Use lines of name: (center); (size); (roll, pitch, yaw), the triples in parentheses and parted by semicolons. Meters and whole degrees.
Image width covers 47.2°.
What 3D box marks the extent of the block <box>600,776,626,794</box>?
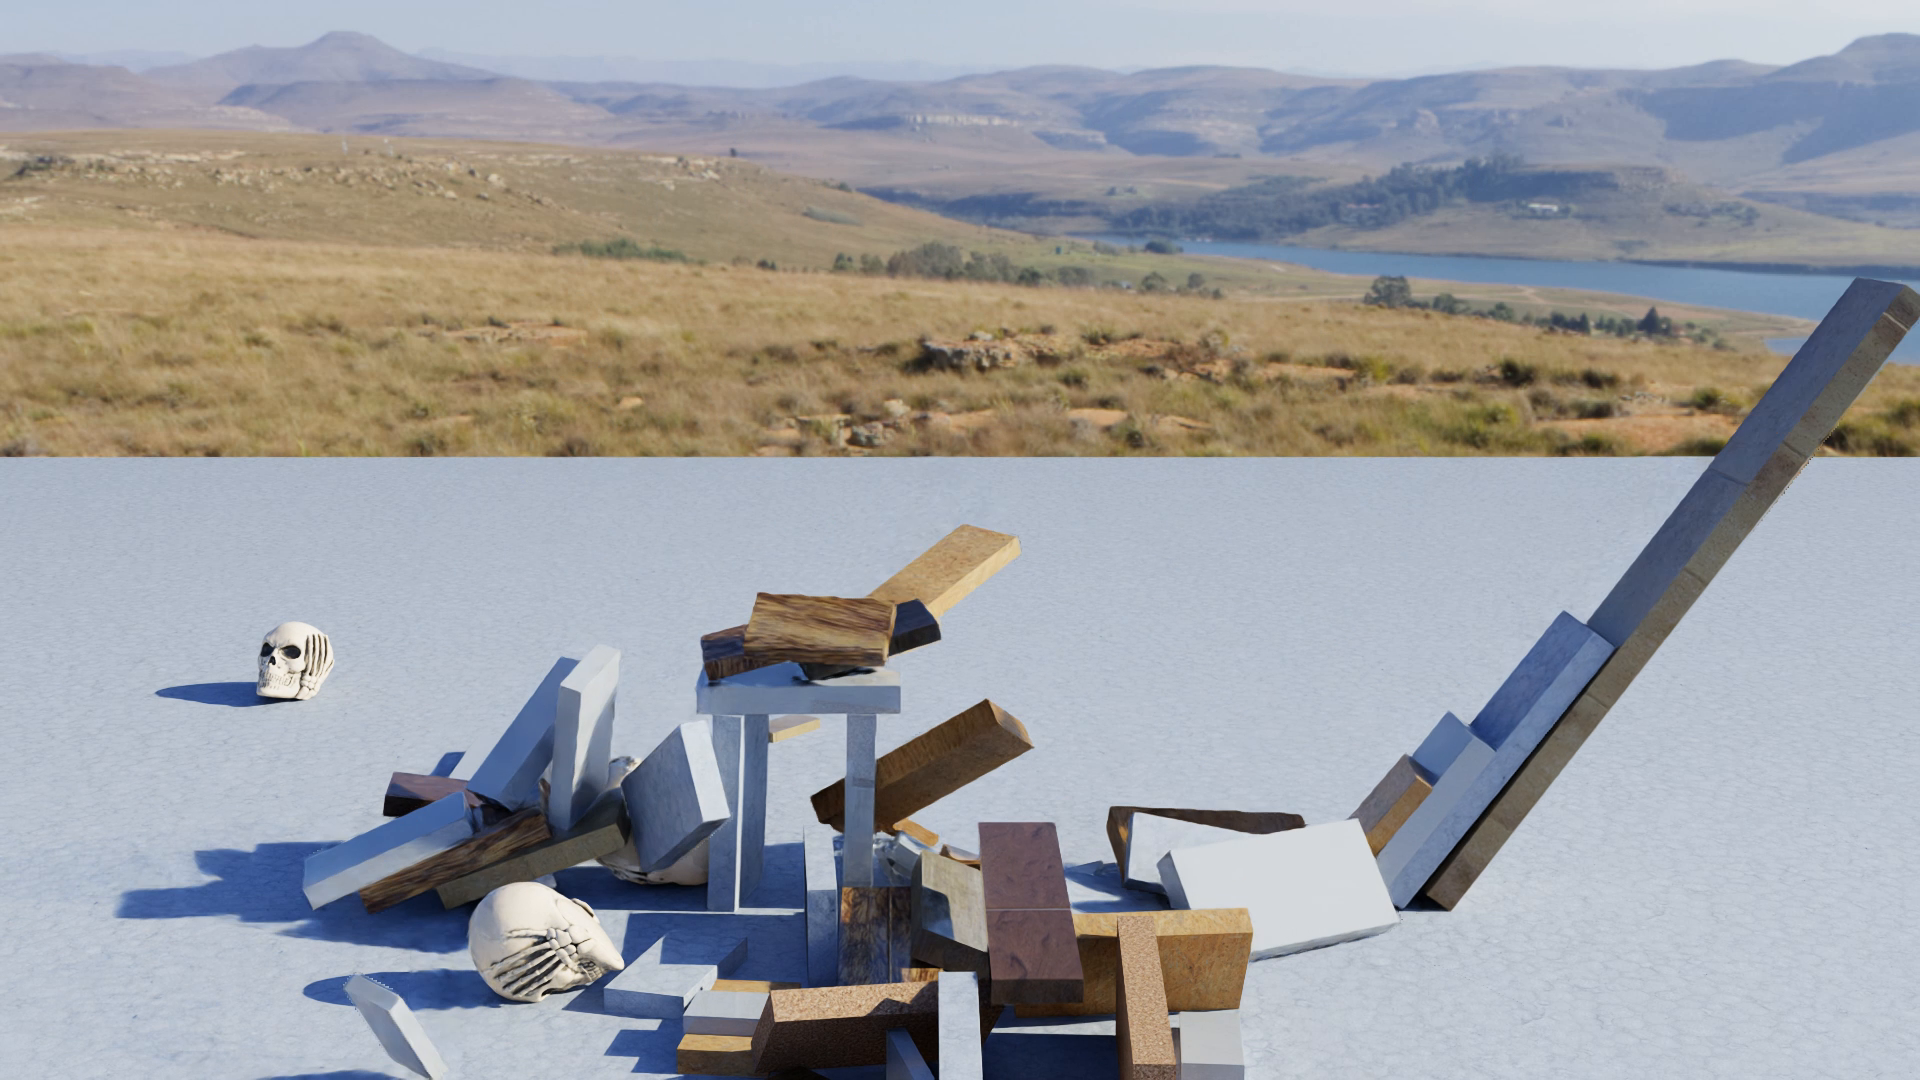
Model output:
block: (-0.626, 0.480, 4.174); (0.229, 0.032, 0.114); (-5, 12, -24)

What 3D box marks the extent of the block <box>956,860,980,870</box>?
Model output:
block: (0.041, 0.563, 3.610); (0.149, 0.075, 0.021); (-1, 11, -8)

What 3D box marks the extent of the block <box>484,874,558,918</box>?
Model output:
block: (-0.750, 0.553, 3.673); (0.114, 0.032, 0.229); (-25, 17, -14)

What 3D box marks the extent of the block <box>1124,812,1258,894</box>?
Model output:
block: (0.384, 0.517, 3.528); (0.234, 0.117, 0.033); (11, -32, -5)

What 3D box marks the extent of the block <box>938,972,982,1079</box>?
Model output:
block: (-0.001, 0.680, 2.699); (0.050, 0.177, 0.354); (0, 11, -1)

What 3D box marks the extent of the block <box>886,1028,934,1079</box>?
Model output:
block: (-0.062, 0.703, 2.813); (0.026, 0.091, 0.182); (-2, 11, -14)

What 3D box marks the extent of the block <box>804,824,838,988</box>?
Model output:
block: (-0.216, 0.562, 3.397); (0.044, 0.155, 0.310); (-1, 11, -5)

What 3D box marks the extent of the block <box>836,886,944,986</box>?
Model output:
block: (-0.105, 0.632, 3.324); (0.155, 0.044, 0.514); (0, 11, -2)

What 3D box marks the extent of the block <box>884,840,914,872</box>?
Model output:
block: (-0.083, 0.535, 3.659); (0.094, 0.013, 0.047); (33, 8, -6)

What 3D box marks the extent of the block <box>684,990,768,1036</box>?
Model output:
block: (-0.283, 0.657, 3.045); (0.182, 0.026, 0.091); (1, 11, 7)

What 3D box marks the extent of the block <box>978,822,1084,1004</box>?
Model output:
block: (0.093, 0.512, 3.087); (0.117, 0.033, 0.581); (0, 13, -1)

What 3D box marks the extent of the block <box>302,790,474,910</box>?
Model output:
block: (-0.936, 0.506, 3.607); (0.276, 0.039, 0.138); (-24, 17, -9)

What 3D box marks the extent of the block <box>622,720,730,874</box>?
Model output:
block: (-0.456, 0.412, 3.501); (0.044, 0.157, 0.314); (-7, -19, -29)

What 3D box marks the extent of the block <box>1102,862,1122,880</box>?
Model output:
block: (0.289, 0.562, 3.670); (0.187, 0.027, 0.094); (-9, 11, 1)

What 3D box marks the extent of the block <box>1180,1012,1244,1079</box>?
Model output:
block: (0.346, 0.697, 3.029); (0.085, 0.024, 0.175); (1, 11, 5)

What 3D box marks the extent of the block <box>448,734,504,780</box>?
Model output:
block: (-0.909, 0.480, 4.159); (0.133, 0.038, 0.697); (0, 11, -1)

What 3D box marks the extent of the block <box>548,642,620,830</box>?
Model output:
block: (-0.611, 0.320, 3.569); (0.039, 0.276, 0.138); (17, 31, 11)

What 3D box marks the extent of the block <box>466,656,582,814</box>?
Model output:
block: (-0.710, 0.324, 3.698); (0.039, 0.276, 0.138); (44, -21, -28)

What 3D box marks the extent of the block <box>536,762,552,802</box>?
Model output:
block: (-0.719, 0.443, 3.967); (0.038, 0.133, 0.266); (-41, 16, 2)

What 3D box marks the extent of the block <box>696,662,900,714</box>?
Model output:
block: (-0.261, 0.242, 3.608); (0.329, 0.047, 0.164); (0, 11, -2)

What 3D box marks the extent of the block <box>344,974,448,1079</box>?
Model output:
block: (-0.740, 0.643, 2.889); (0.085, 0.169, 0.024); (17, 52, 31)

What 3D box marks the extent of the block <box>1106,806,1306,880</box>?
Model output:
block: (0.422, 0.511, 3.638); (0.332, 0.047, 0.166); (4, 24, -10)

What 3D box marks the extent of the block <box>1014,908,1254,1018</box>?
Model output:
block: (0.244, 0.604, 3.139); (0.327, 0.163, 0.046); (-1, 38, -6)

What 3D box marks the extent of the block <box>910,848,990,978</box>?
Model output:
block: (0.008, 0.585, 3.405); (0.163, 0.046, 0.370); (22, 9, -5)

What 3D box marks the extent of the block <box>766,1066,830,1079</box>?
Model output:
block: (-0.182, 0.731, 2.839); (0.091, 0.026, 0.182); (-10, 15, -44)

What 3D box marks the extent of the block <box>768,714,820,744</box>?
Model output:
block: (-0.372, 0.397, 4.650); (0.074, 0.021, 0.148); (8, 13, 37)

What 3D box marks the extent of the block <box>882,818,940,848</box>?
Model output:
block: (-0.097, 0.518, 3.918); (0.110, 0.016, 0.055); (24, 20, 20)

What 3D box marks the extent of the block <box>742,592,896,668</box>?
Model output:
block: (-0.225, 0.144, 3.537); (0.228, 0.032, 0.114); (3, 47, 9)

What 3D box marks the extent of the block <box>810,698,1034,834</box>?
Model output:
block: (-0.064, 0.401, 3.804); (0.356, 0.050, 0.178); (-30, -26, 11)

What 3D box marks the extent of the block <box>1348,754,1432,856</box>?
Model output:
block: (0.680, 0.468, 3.621); (0.033, 0.234, 0.117); (36, 13, -8)

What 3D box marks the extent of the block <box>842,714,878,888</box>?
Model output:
block: (-0.165, 0.427, 3.642); (0.047, 0.329, 0.164); (2, 10, -1)

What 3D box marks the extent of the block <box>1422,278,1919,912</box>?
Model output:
block: (1.132, 0.088, 3.588); (0.050, 1.216, 0.178); (35, 8, -7)

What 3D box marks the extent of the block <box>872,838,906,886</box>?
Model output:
block: (-0.117, 0.546, 3.663); (0.013, 0.094, 0.047); (-27, 10, 4)

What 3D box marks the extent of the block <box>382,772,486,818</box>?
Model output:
block: (-0.866, 0.460, 3.852); (0.266, 0.038, 0.133); (8, 10, -10)

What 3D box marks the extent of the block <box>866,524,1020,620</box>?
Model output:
block: (-0.066, 0.090, 3.803); (0.125, 0.035, 0.388); (14, 38, 39)

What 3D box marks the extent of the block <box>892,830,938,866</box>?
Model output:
block: (-0.044, 0.540, 3.661); (0.149, 0.021, 0.075); (33, 8, -6)

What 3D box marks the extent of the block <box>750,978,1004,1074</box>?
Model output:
block: (-0.111, 0.646, 2.926); (0.310, 0.155, 0.044); (0, 52, -17)

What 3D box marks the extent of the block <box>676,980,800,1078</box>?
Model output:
block: (-0.306, 0.681, 3.080); (0.125, 0.035, 0.249); (1, 11, 6)

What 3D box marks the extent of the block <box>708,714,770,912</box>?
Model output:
block: (-0.365, 0.429, 3.633); (0.047, 0.328, 0.164); (5, 11, 11)

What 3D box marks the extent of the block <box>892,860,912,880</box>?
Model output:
block: (-0.071, 0.559, 3.666); (0.094, 0.013, 0.047); (33, 8, -6)

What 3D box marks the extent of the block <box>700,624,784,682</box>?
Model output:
block: (-0.308, 0.166, 3.606); (0.228, 0.032, 0.114); (-14, 23, -5)

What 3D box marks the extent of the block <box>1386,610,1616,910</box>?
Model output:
block: (0.866, 0.360, 3.635); (0.047, 0.546, 0.166); (36, 8, -8)

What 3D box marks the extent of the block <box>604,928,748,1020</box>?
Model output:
block: (-0.420, 0.645, 3.278); (0.125, 0.035, 0.249); (3, 11, 15)

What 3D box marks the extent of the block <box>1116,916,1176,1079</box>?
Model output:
block: (0.236, 0.655, 2.833); (0.050, 0.177, 0.495); (0, 11, 2)

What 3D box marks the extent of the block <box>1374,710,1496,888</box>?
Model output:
block: (0.743, 0.445, 3.641); (0.047, 0.332, 0.166); (36, 7, -8)

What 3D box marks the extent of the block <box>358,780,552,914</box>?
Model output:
block: (-0.831, 0.505, 3.627); (0.314, 0.044, 0.157); (-23, 17, -6)

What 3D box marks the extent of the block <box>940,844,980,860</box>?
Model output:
block: (0.043, 0.551, 3.671); (0.149, 0.021, 0.075); (21, 6, -13)

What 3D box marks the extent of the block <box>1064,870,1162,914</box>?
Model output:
block: (0.237, 0.598, 3.408); (0.163, 0.046, 0.327); (11, 10, -5)

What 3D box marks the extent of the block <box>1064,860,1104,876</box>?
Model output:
block: (0.182, 0.562, 3.655); (0.110, 0.016, 0.055); (-17, 11, 24)

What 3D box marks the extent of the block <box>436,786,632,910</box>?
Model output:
block: (-0.696, 0.505, 3.626); (0.314, 0.044, 0.157); (-20, 17, 4)

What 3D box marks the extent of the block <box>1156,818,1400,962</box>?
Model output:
block: (0.496, 0.549, 3.424); (0.356, 0.178, 0.050); (-5, -28, -27)

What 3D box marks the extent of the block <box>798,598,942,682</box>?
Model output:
block: (-0.157, 0.163, 3.619); (0.228, 0.032, 0.114); (-17, 23, -12)
